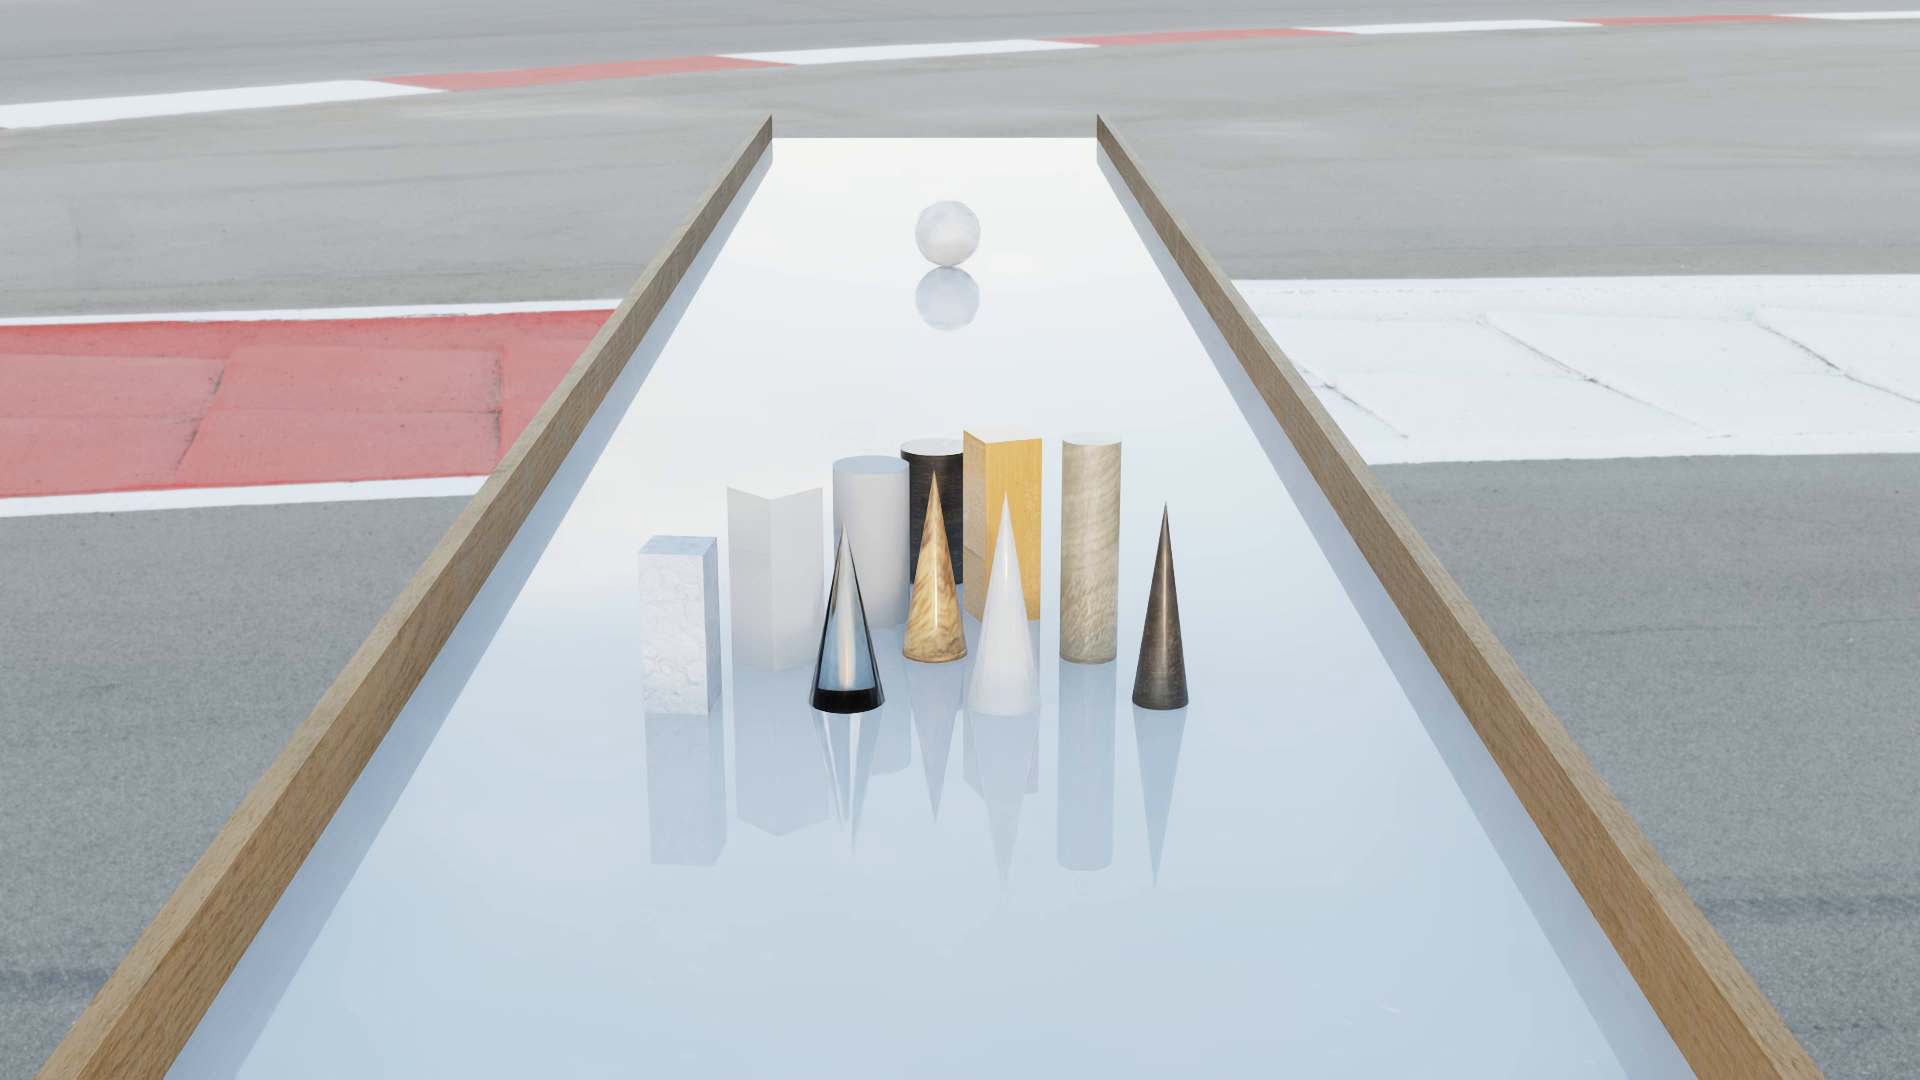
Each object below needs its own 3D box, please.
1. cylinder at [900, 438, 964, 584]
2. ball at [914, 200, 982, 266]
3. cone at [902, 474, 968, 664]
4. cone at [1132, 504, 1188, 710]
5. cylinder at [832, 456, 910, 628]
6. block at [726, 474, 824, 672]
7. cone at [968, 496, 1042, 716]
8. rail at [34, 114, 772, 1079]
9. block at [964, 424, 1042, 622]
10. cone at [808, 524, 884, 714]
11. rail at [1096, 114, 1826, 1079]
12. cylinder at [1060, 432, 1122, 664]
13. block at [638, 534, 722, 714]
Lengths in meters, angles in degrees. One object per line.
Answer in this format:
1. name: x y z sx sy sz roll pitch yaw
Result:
1. cylinder: -0.054 -0.063 4.911 0.159 0.300 0.159 0 17 0
2. ball: -0.051 -1.250 8.953 0.272 0.272 0.272 0 17 0
3. cone: -0.051 0.044 4.407 0.133 0.383 0.133 0 17 0
4. cone: 0.382 0.114 4.141 0.109 0.400 0.109 0 17 0
5. cylinder: -0.186 0.002 4.637 0.161 0.332 0.161 0 17 0
6. block: -0.366 0.065 4.387 0.134 0.354 0.134 -15 23 -42
7. cone: 0.085 0.109 4.126 0.141 0.418 0.141 0 17 0
8. rail: -1.118 -0.838 7.780 0.050 0.150 12.000 0 17 -1
9. block: 0.089 -0.032 4.640 0.126 0.396 0.126 -6 18 -20
10. cone: -0.216 0.134 4.148 0.145 0.359 0.145 0 17 0
11. rail: 0.932 -0.844 7.801 0.050 0.150 12.000 0 17 -1
12. cylinder: 0.259 0.017 4.381 0.117 0.450 0.117 0 17 0
13. block: -0.526 0.159 4.145 0.122 0.312 0.122 2 17 6
